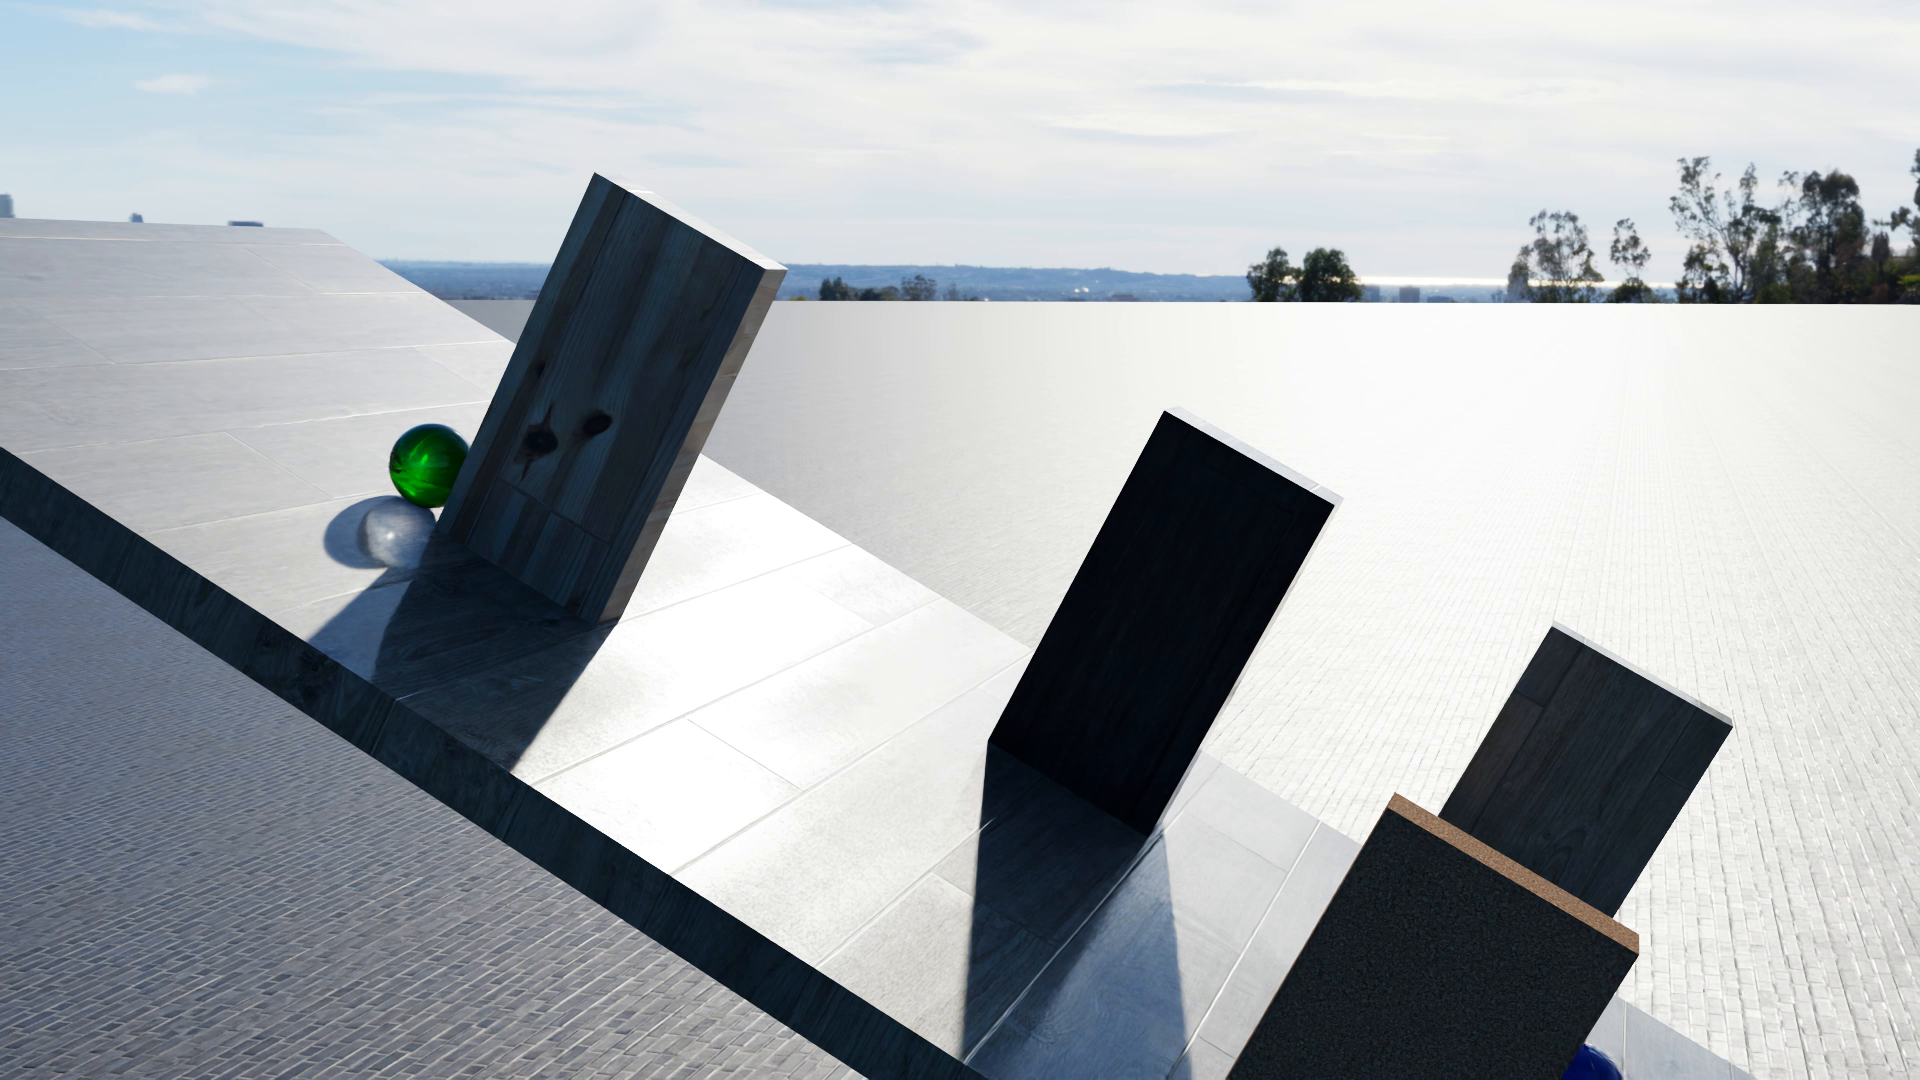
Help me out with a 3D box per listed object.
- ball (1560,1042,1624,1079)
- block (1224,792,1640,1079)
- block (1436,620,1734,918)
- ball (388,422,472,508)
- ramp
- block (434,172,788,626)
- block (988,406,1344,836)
[{"bbox_3d":[1.056,0.959,3.803,0.187,0.187,0.187,0,7,0],"label":"ball"},{"bbox_3d":[0.659,0.710,3.182,0.392,0.561,0.100,30,14,12],"label":"block"},{"bbox_3d":[1.203,0.560,4.458,0.395,0.689,0.087,30,14,12],"label":"block"},{"bbox_3d":[-0.968,-0.137,4.038,0.158,0.158,0.158,0,7,0],"label":"ball"},{"bbox_3d":[-0.222,0.368,4.147,4.000,0.100,2.000,30,14,12],"label":"ramp"},{"bbox_3d":[-0.626,-0.248,3.913,0.360,0.715,0.103,30,14,12],"label":"block"},{"bbox_3d":[0.397,0.158,4.288,0.369,0.746,0.139,30,14,12],"label":"block"}]
